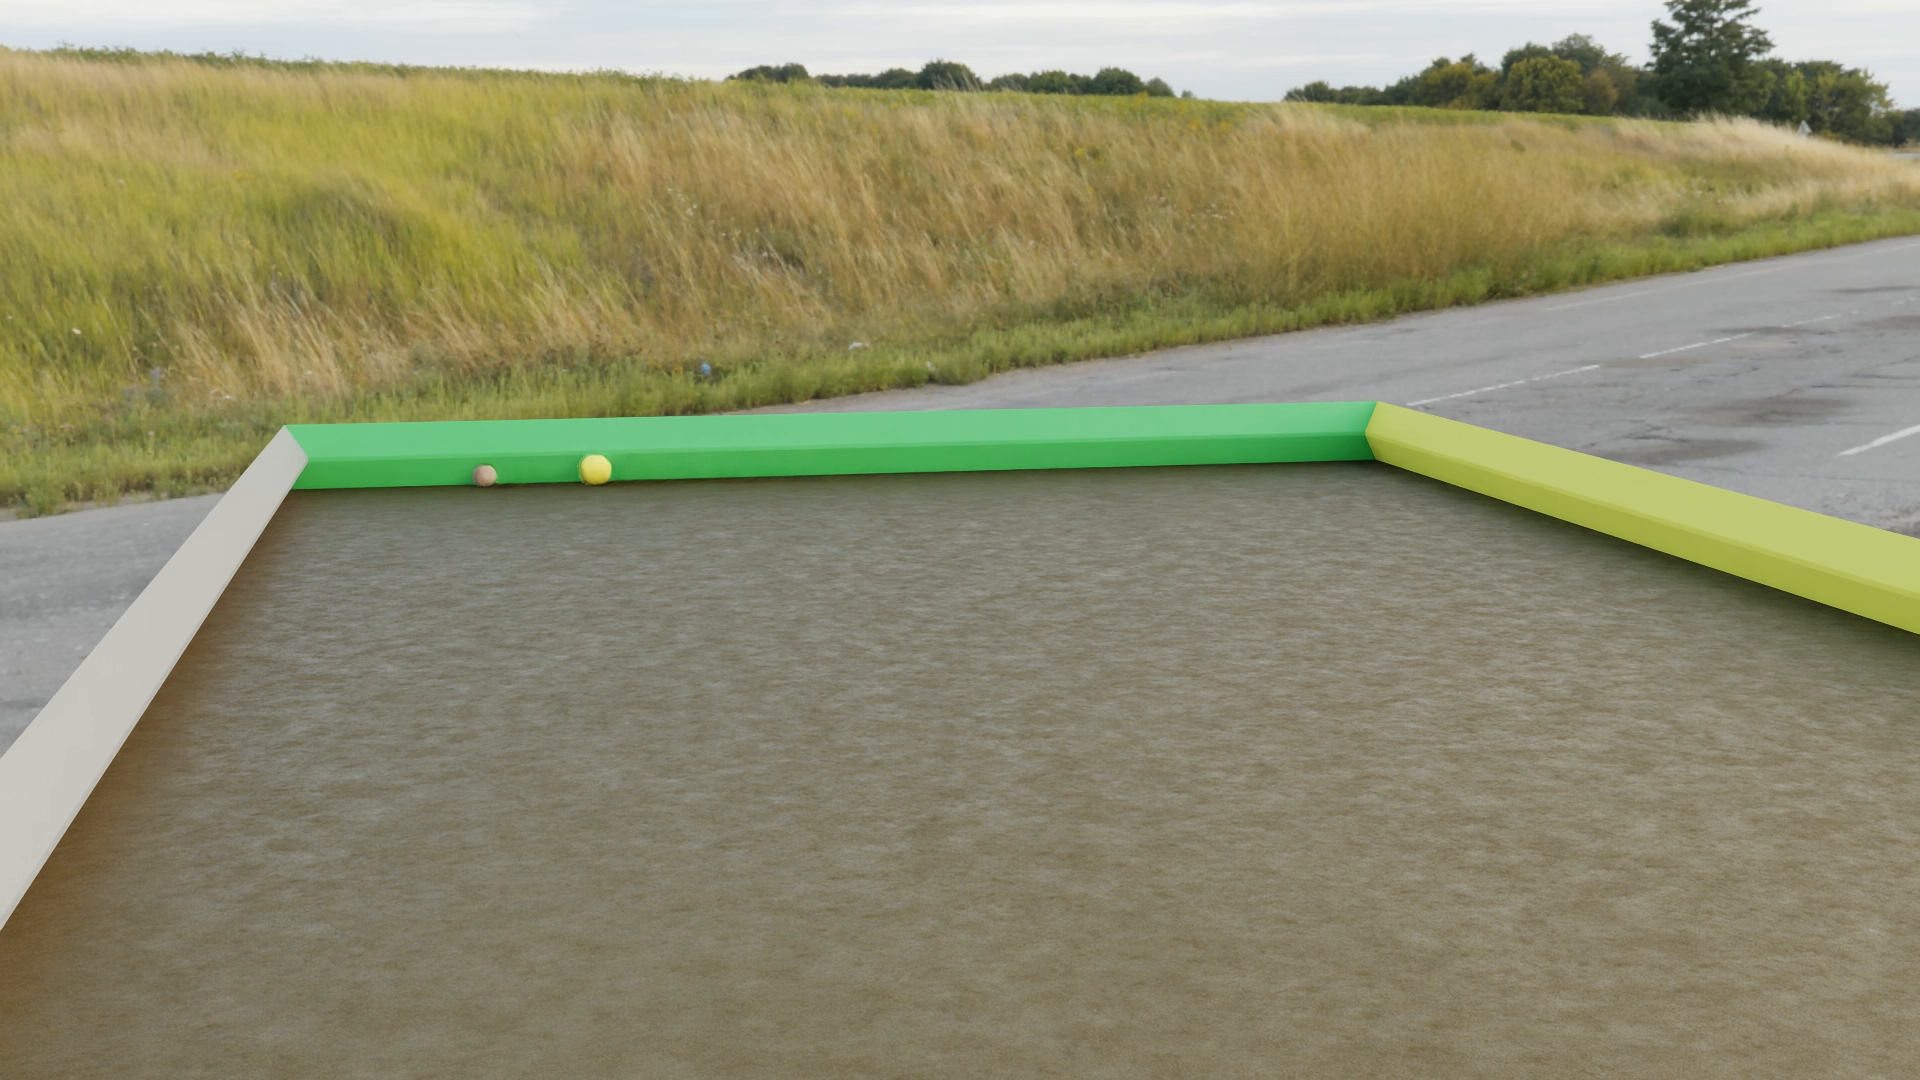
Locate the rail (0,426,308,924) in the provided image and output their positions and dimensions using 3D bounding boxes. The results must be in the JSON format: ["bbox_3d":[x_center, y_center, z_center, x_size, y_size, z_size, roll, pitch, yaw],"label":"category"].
[{"bbox_3d":[-0.838,0.156,2.221,0.045,0.119,3.902,-2,10,-12],"label":"rail"}]

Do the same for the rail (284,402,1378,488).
[{"bbox_3d":[-0.194,-0.187,4.295,2.166,0.119,0.045,-2,10,-12],"label":"rail"}]

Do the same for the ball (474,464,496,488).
[{"bbox_3d":[-0.893,-0.121,4.136,0.043,0.043,0.043,0,9,0],"label":"ball"}]

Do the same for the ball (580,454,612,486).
[{"bbox_3d":[-0.689,-0.133,4.160,0.059,0.059,0.059,0,9,0],"label":"ball"}]

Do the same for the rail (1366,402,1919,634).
[{"bbox_3d":[1.236,0.086,2.647,0.045,0.119,3.902,-2,10,-12],"label":"rail"}]
